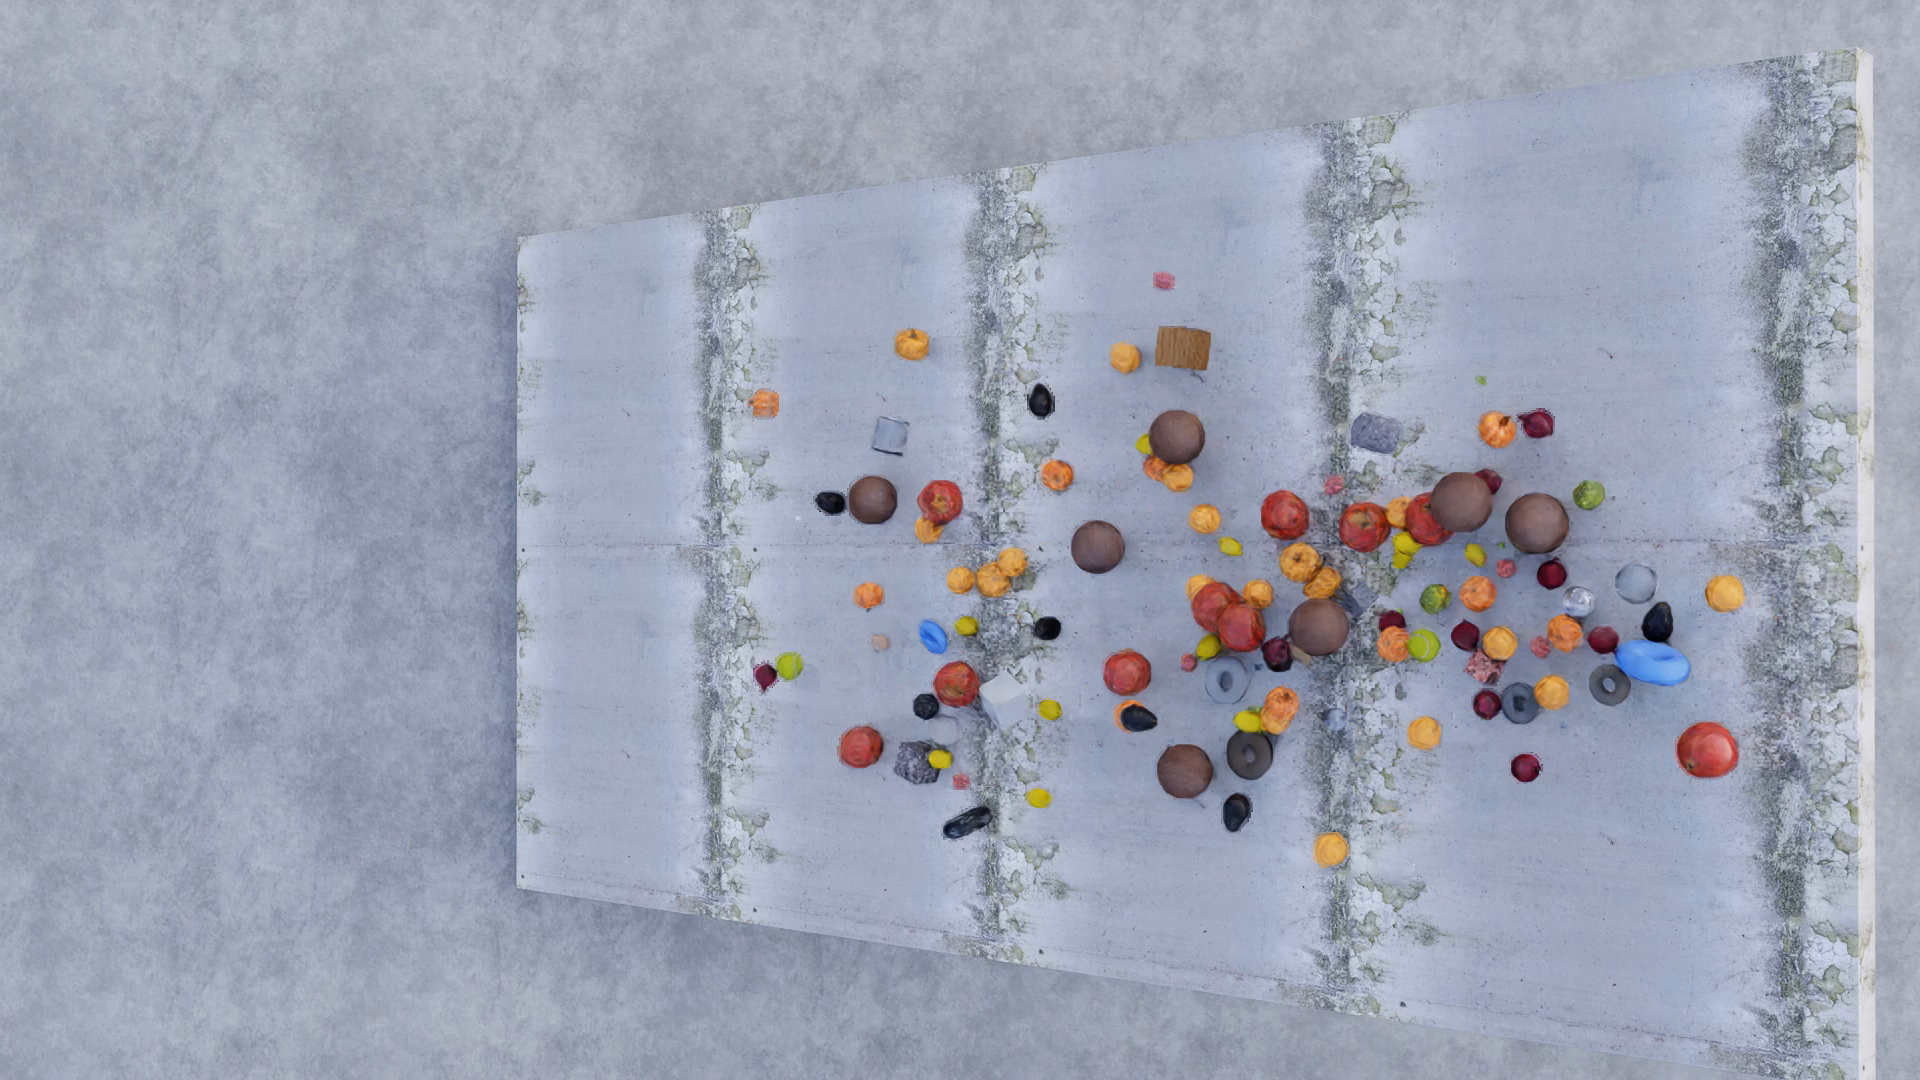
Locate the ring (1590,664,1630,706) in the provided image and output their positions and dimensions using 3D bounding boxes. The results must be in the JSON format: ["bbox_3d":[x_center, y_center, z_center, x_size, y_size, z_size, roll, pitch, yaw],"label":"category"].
[{"bbox_3d":[1.316,0.293,4.458,0.087,0.029,0.087,11,107,39],"label":"ring"}]

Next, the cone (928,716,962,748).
[{"bbox_3d":[-0.048,0.513,5.646,0.090,0.090,0.090,8,50,-9],"label":"cone"}]

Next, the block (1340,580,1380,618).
[{"bbox_3d":[0.874,0.132,4.816,0.051,0.051,0.051,46,62,5],"label":"block"}]

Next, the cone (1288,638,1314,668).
[{"bbox_3d":[0.774,0.264,4.935,0.060,0.060,0.060,-16,51,0],"label":"cone"}]

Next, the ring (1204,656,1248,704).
[{"bbox_3d":[0.618,0.325,5.098,0.115,0.038,0.115,-2,87,40],"label":"ring"}]

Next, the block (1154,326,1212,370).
[{"bbox_3d":[0.522,-0.447,5.148,0.090,0.090,0.090,10,96,39],"label":"block"}]

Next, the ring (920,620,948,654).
[{"bbox_3d":[-0.068,0.250,5.647,0.032,0.097,0.097,-31,90,-29],"label":"ring"}]

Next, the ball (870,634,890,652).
[{"bbox_3d":[-0.210,0.270,5.774,0.052,0.052,0.052,0,90,0],"label":"ball"}]

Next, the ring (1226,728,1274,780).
[{"bbox_3d":[0.666,0.491,5.056,0.121,0.040,0.121,-2,88,41],"label":"ring"}]

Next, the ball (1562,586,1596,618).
[{"bbox_3d":[1.271,0.128,4.523,0.067,0.067,0.067,0,90,0],"label":"ball"}]

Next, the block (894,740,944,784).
[{"bbox_3d":[-0.106,0.574,5.666,0.082,0.082,0.082,24,105,37],"label":"block"}]

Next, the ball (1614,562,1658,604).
[{"bbox_3d":[1.368,0.087,4.448,0.084,0.084,0.084,0,90,0],"label":"ball"}]

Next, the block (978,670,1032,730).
[{"bbox_3d":[0.110,0.395,5.395,0.086,0.086,0.086,-29,133,-13],"label":"block"}]

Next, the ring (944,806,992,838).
[{"bbox_3d":[0.019,0.697,5.421,0.131,0.131,0.044,-24,90,0],"label":"ring"}]

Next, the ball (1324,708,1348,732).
[{"bbox_3d":[0.838,0.401,4.905,0.053,0.053,0.053,0,90,0],"label":"ball"}]

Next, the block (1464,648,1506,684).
[{"bbox_3d":[1.117,0.268,4.674,0.054,0.054,0.054,34,111,34],"label":"block"}]

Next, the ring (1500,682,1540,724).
[{"bbox_3d":[1.180,0.344,4.634,0.030,0.089,0.089,2,90,-43],"label":"ring"}]

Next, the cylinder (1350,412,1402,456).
[{"bbox_3d":[0.894,-0.229,4.728,0.076,0.076,0.076,18,90,-33],"label":"cylinder"}]

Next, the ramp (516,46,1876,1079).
[{"bbox_3d":[0.210,0.061,5.526,4.000,0.100,2.000,0,90,40],"label":"ramp"}]

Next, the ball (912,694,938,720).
[{"bbox_3d":[-0.088,0.428,5.662,0.068,0.068,0.068,0,90,0],"label":"ball"}]
